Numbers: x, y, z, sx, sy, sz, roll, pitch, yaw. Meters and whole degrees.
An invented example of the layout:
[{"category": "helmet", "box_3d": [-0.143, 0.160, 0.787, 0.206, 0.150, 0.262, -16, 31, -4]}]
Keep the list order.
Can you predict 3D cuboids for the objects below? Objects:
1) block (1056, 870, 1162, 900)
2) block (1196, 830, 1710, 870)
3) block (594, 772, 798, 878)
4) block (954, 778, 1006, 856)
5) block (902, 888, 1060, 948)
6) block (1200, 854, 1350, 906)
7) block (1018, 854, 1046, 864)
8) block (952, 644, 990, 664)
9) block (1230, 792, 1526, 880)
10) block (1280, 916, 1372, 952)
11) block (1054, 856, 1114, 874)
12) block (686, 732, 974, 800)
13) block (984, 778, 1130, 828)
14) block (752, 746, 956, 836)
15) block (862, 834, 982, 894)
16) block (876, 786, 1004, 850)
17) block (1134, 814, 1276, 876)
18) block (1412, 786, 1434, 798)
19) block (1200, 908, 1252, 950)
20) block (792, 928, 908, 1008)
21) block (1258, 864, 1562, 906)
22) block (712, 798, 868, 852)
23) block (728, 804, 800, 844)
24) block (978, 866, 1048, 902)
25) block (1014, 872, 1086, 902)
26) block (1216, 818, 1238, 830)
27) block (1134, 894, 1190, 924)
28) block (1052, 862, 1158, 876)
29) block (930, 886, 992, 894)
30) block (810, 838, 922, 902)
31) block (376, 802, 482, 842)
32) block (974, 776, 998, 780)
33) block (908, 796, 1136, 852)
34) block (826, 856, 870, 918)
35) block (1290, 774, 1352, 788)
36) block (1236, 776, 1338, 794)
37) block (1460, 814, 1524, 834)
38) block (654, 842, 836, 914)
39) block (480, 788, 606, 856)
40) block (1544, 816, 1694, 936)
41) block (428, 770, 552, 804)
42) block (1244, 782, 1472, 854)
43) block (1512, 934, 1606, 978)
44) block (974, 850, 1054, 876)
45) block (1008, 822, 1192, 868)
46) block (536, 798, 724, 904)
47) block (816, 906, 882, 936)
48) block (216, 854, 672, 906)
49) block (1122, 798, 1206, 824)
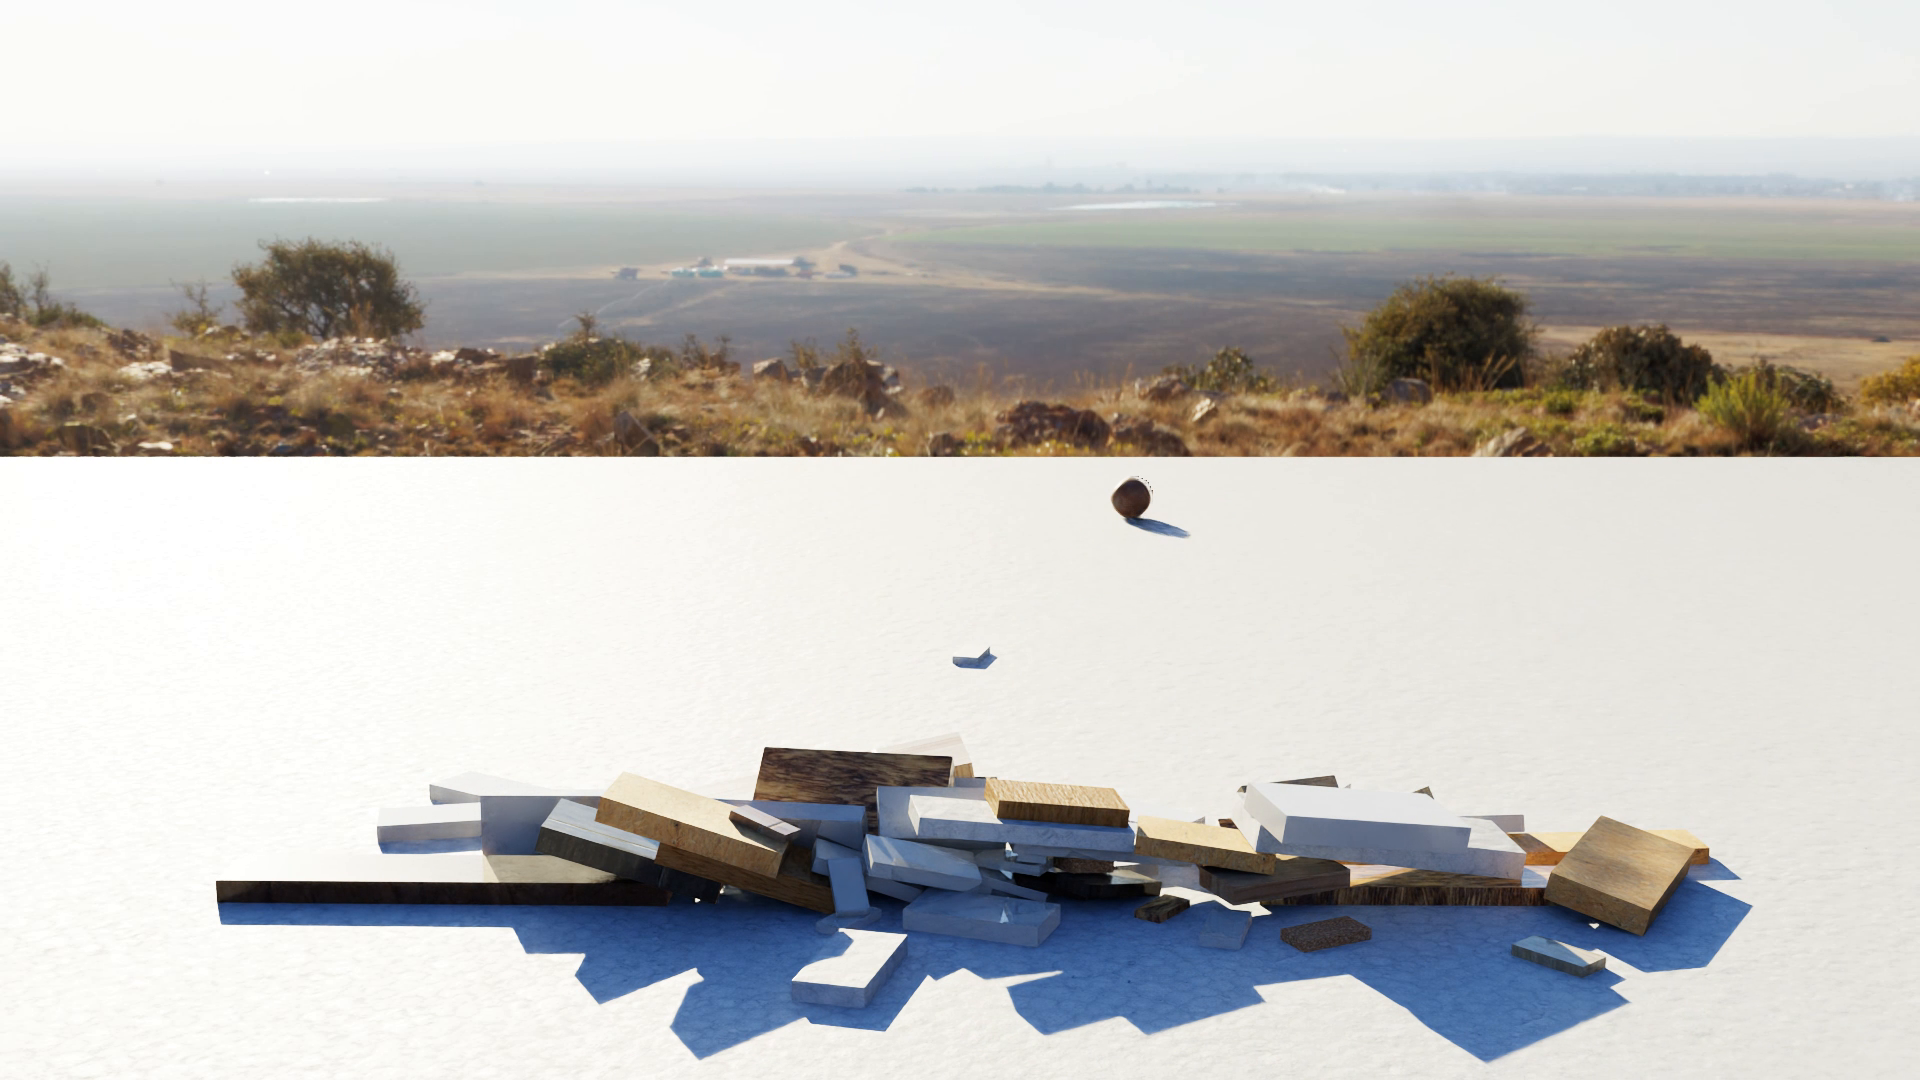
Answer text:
[{"category": "block", "box_3d": [0.246, 0.569, 3.636, 0.164, 0.023, 0.082, 5, 5, -40]}, {"category": "block", "box_3d": [0.853, 0.545, 3.832, 0.887, 0.030, 0.105, -1, 11, -4]}, {"category": "block", "box_3d": [-0.429, 0.464, 3.599, 0.306, 0.043, 0.153, 17, 10, 2]}, {"category": "block", "box_3d": [-0.085, 0.490, 3.808, 0.335, 0.047, 0.167, 2, 50, 9]}, {"category": "block", "box_3d": [0.035, 0.602, 3.516, 0.227, 0.032, 0.113, 4, 11, 20]}, {"category": "block", "box_3d": [0.517, 0.553, 3.610, 0.220, 0.031, 0.110, -5, 11, -23]}, {"category": "block", "box_3d": [0.120, 0.515, 3.663, 0.047, 0.013, 0.095, 6, 11, 2]}, {"category": "block", "box_3d": [0.028, 0.277, 5.308, 0.063, 0.018, 0.126, 3, 11, 14]}, {"category": "block", "box_3d": [0.698, 0.495, 3.682, 0.459, 0.046, 0.164, 7, 11, -9]}, {"category": "block", "box_3d": [0.576, 0.620, 3.459, 0.128, 0.018, 0.064, -5, 12, -26]}, {"category": "block", "box_3d": [0.180, 0.534, 3.706, 0.082, 0.023, 0.164, 4, 2, -30]}, {"category": "block", "box_3d": [-0.258, 0.453, 3.979, 0.556, 0.047, 0.167, -11, 16, -6]}, {"category": "block", "box_3d": [0.160, 0.436, 3.642, 0.221, 0.031, 0.111, 6, 11, -12]}, {"category": "block", "box_3d": [-0.186, 0.448, 3.795, 0.335, 0.047, 0.167, 2, 50, 9]}, {"category": "block", "box_3d": [-0.063, 0.531, 3.604, 0.185, 0.026, 0.093, 12, 19, -14]}, {"category": "block", "box_3d": [-0.033, 0.468, 3.702, 0.210, 0.030, 0.105, 2, 48, -8]}, {"category": "block", "box_3d": [0.404, 0.503, 3.631, 0.227, 0.032, 0.113, 8, 11, 4]}, {"category": "block", "box_3d": [0.748, 0.496, 3.954, 0.217, 0.031, 0.108, -11, -15, -45]}, {"category": "block", "box_3d": [0.421, 0.615, 3.484, 0.064, 0.018, 0.128, 3, 11, 16]}, {"category": "block", "box_3d": [-0.163, 0.642, 3.305, 0.111, 0.031, 0.221, 3, 11, 15]}, {"category": "block", "box_3d": [0.750, 0.575, 3.665, 0.515, 0.031, 0.110, 0, 11, 1]}, {"category": "block", "box_3d": [-0.292, 0.508, 3.725, 0.275, 0.137, 0.039, 2, 36, 9]}, {"category": "block", "box_3d": [-0.320, 0.465, 3.604, 0.106, 0.015, 0.053, 21, 11, 21]}, {"category": "block", "box_3d": [0.086, 0.569, 3.647, 0.118, 0.017, 0.059, 16, 10, -3]}, {"category": "block", "box_3d": [0.150, 0.569, 3.651, 0.118, 0.017, 0.059, 14, 10, -8]}, {"category": "block", "box_3d": [0.524, 0.522, 3.903, 0.126, 0.018, 0.063, -2, 43, -9]}, {"category": "block", "box_3d": [0.330, 0.600, 3.580, 0.047, 0.013, 0.095, 8, 13, 36]}, {"category": "block", "box_3d": [0.249, 0.559, 3.775, 0.164, 0.023, 0.082, -3, 11, -16]}, {"category": "block", "box_3d": [-0.040, 0.552, 3.666, 0.185, 0.026, 0.093, 15, 10, -4]}, {"category": "block", "box_3d": [-0.155, 0.549, 3.647, 0.185, 0.026, 0.093, 19, 10, -7]}, {"category": "block", "box_3d": [-0.948, 0.513, 4.003, 0.213, 0.030, 0.107, -2, 11, -11]}, {"category": "block", "box_3d": [-0.048, 0.462, 3.965, 0.213, 0.030, 0.107, -3, 17, 24]}, {"category": "block", "box_3d": [0.101, 0.466, 3.612, 0.359, 0.031, 0.111, 6, 11, -10]}, {"category": "block", "box_3d": [-0.181, 0.560, 3.552, 0.053, 0.015, 0.106, -2, 44, -14]}, {"category": "block", "box_3d": [0.640, 0.489, 4.128, 0.108, 0.031, 0.217, 7, 12, 32]}, {"category": "block", "box_3d": [0.605, 0.485, 3.991, 0.192, 0.096, 0.027, -4, -31, -20]}, {"category": "block", "box_3d": [0.881, 0.510, 3.916, 0.217, 0.031, 0.108, -1, -10, -5]}, {"category": "block", "box_3d": [-0.340, 0.531, 3.629, 0.306, 0.043, 0.153, 17, 10, -2]}, {"category": "block", "box_3d": [-0.681, 0.500, 3.779, 0.275, 0.137, 0.039, 0, 11, 1]}, {"category": "block", "box_3d": [1.094, 0.551, 3.640, 0.164, 0.046, 0.328, 20, 19, 26]}, {"category": "block", "box_3d": [-0.801, 0.493, 4.110, 0.432, 0.030, 0.107, 7, 13, 33]}, {"category": "block", "box_3d": [0.649, 0.455, 3.603, 0.328, 0.046, 0.164, 6, 12, -16]}, {"category": "block", "box_3d": [0.916, 0.637, 3.367, 0.063, 0.018, 0.126, -9, 14, -41]}, {"category": "block", "box_3d": [0.090, 0.534, 3.655, 0.118, 0.017, 0.059, 5, 11, 25]}, {"category": "block", "box_3d": [0.230, 0.502, 3.684, 0.304, 0.032, 0.113, 6, 11, -9]}, {"category": "block", "box_3d": [-0.536, 0.515, 3.646, 0.306, 0.043, 0.153, 17, 10, -1]}, {"category": "block", "box_3d": [-0.178, 0.609, 3.525, 0.053, 0.015, 0.106, 7, 12, 32]}, {"category": "block", "box_3d": [-0.852, 0.568, 3.682, 0.745, 0.039, 0.137, 0, 11, 1]}, {"category": "block", "box_3d": [0.319, 0.498, 3.912, 0.210, 0.030, 0.105, 8, 13, 37]}]
